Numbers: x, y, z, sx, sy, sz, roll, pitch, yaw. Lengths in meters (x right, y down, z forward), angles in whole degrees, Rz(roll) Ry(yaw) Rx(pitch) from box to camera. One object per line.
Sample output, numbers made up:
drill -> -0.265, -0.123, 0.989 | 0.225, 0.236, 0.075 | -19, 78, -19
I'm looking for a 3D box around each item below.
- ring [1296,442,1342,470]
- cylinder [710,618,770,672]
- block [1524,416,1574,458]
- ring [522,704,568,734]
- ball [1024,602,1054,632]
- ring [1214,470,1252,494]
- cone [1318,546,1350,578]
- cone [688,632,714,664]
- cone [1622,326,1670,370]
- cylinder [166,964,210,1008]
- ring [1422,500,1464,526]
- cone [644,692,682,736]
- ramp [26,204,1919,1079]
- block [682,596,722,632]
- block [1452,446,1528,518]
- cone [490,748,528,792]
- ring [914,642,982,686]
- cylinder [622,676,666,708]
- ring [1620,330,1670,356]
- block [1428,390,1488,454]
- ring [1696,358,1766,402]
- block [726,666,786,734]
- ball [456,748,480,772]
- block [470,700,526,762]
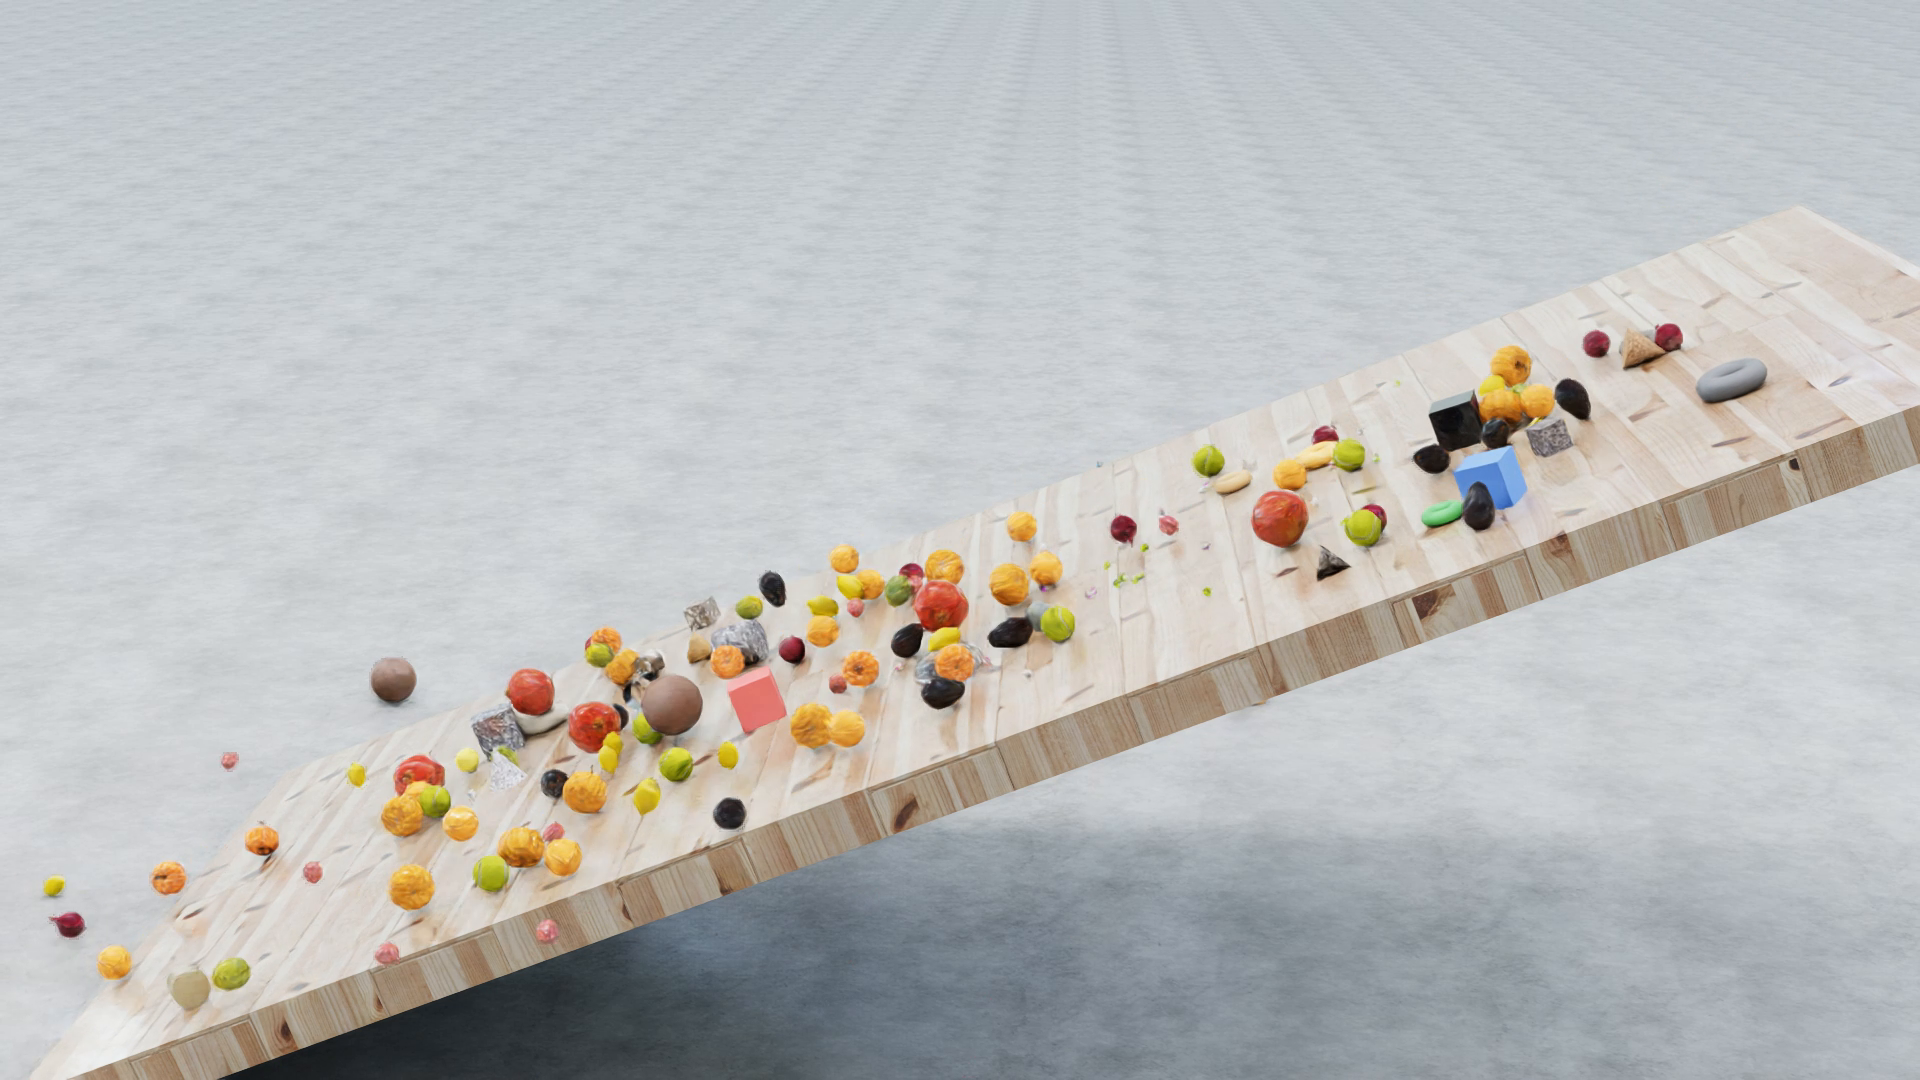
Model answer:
ring -> 0.777, -0.183, 6.377 | 0.105, 0.035, 0.105 | -22, 13, 5
cylinder -> -0.497, 0.237, 6.636 | 0.097, 0.097, 0.097 | -18, 8, 18
block -> 1.148, -0.201, 5.734 | 0.058, 0.058, 0.058 | -25, 12, -13
ring -> -0.963, 0.415, 6.827 | 0.117, 0.039, 0.117 | -22, 11, 5
ball -> 0.160, 0.153, 5.905 | 0.061, 0.061, 0.061 | 0, 14, 0
ring -> 0.599, -0.128, 6.461 | 0.089, 0.030, 0.089 | -22, 12, 5
cone -> 0.704, 0.045, 5.511 | 0.061, 0.061, 0.061 | 8, 15, 9
cone -> -0.590, 0.258, 6.869 | 0.075, 0.075, 0.075 | 7, 15, 8
cone -> 1.433, -0.395, 6.130 | 0.089, 0.089, 0.089 | 7, 14, 7
cylinder -> -1.495, 0.864, 5.697 | 0.072, 0.072, 0.072 | -6, 5, -24
ring -> 0.913, -0.050, 5.561 | 0.083, 0.028, 0.083 | -20, 12, 4
cone -> -0.661, 0.366, 6.384 | 0.086, 0.086, 0.086 | -21, 12, 5
ramp -> 0.121, 0.174, 6.292 | 4.000, 0.100, 2.000 | -20, 12, 7
block -> -0.633, 0.180, 7.223 | 0.060, 0.060, 0.060 | -17, 13, 27
block -> 0.996, -0.111, 5.523 | 0.091, 0.091, 0.091 | -14, 14, 33
cone -> -1.005, 0.493, 6.434 | 0.088, 0.088, 0.088 | -21, 12, 5
ring -> -0.023, 0.248, 5.867 | 0.143, 0.048, 0.143 | -20, 12, 4
cylinder -> -0.711, 0.340, 6.610 | 0.070, 0.070, 0.070 | 7, 2, 27
ring -> 1.444, -0.414, 6.206 | 0.107, 0.036, 0.107 | -20, 13, 5
block -> 1.027, -0.244, 6.061 | 0.090, 0.090, 0.090 | -18, 13, 19
ring -> 1.480, -0.307, 5.643 | 0.137, 0.046, 0.137 | -22, 13, 5
block -> -0.422, 0.330, 6.102 | 0.094, 0.094, 0.094 | -22, 12, -1
ball -> -1.120, 0.501, 6.685 | 0.055, 0.055, 0.055 | 0, 14, 0
block -> -1.061, 0.439, 6.760 | 0.094, 0.094, 0.094 | -23, 12, -5
